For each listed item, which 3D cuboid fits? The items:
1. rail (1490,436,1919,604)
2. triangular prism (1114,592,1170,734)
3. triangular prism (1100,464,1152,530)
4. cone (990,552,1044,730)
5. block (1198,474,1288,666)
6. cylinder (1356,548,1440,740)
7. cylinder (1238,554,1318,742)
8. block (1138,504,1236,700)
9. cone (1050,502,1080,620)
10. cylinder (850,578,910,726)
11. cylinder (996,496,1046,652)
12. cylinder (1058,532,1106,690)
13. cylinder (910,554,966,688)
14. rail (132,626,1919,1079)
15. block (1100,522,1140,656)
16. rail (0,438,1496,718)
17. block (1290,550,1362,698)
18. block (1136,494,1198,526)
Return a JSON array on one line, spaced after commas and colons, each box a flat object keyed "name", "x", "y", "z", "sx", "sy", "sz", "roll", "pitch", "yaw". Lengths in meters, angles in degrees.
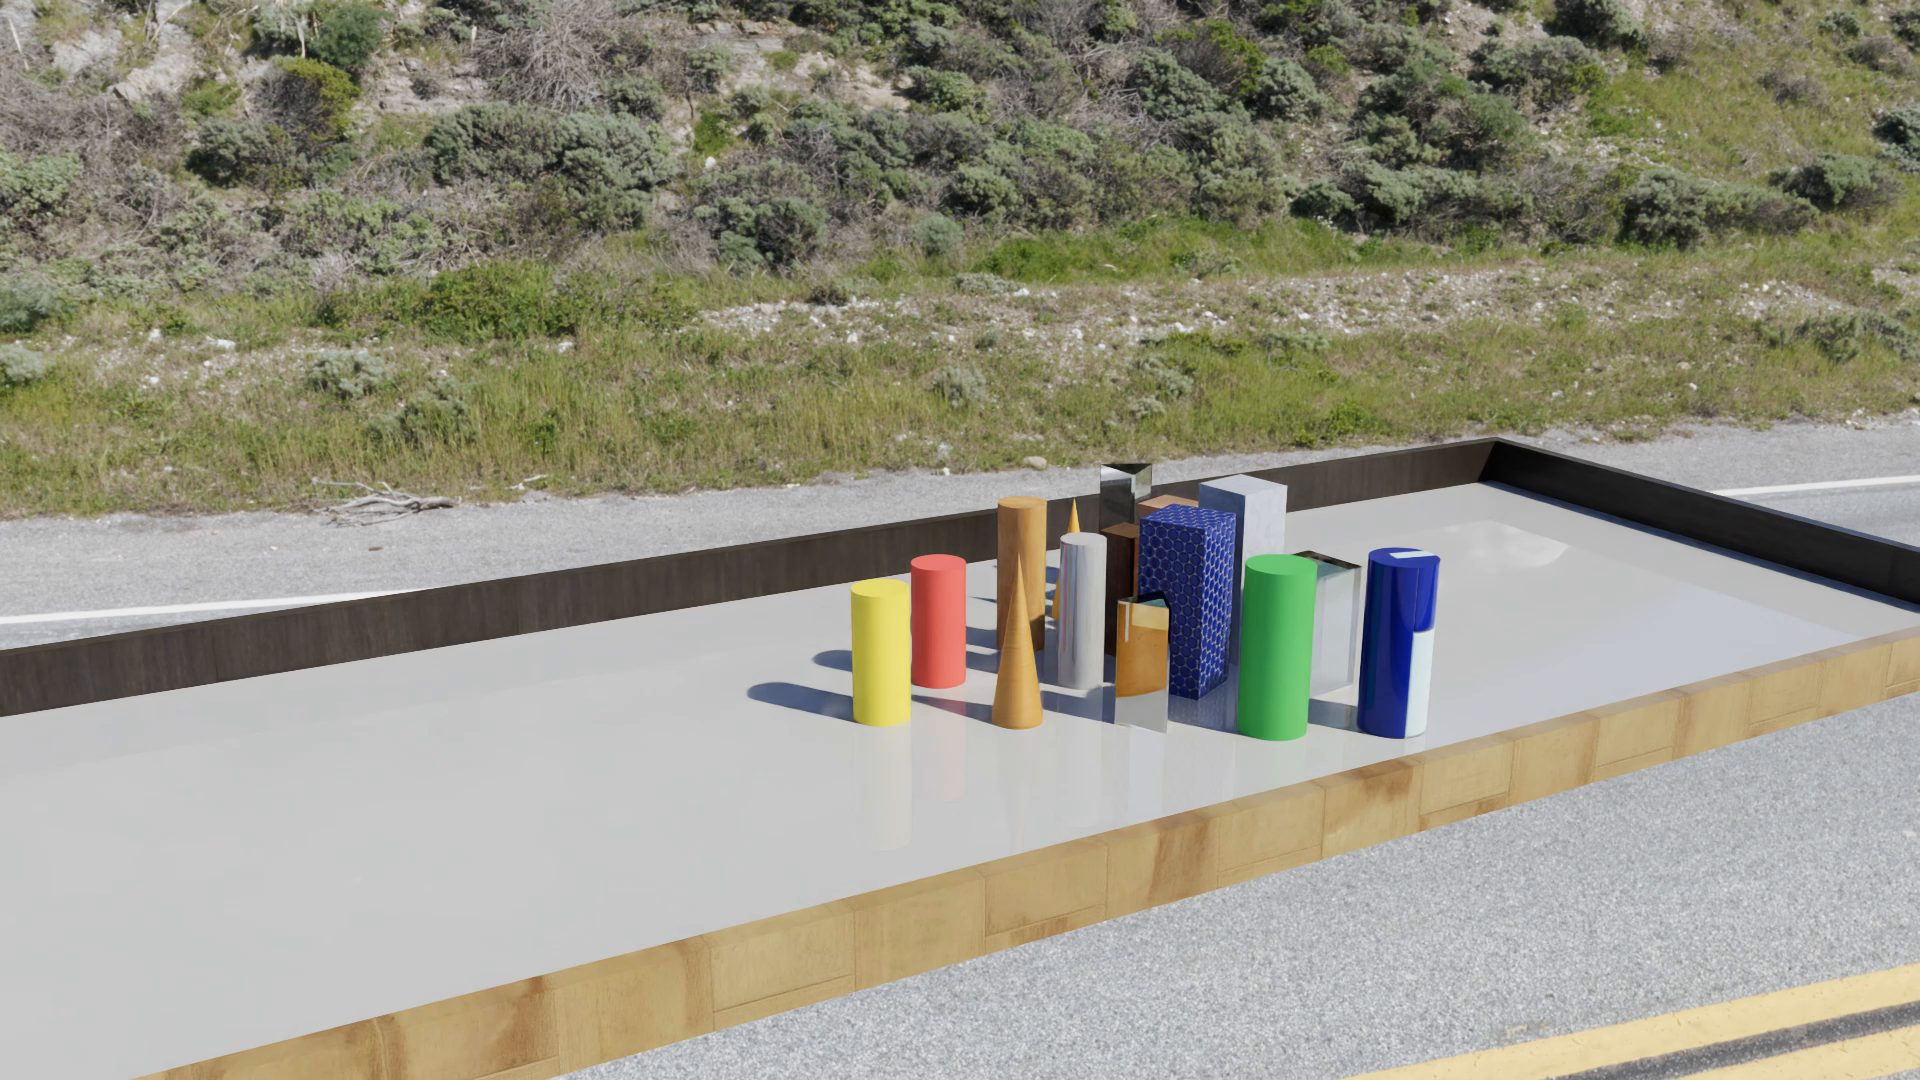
[{"name": "rail", "x": 2.466, "y": -0.048, "z": 5.253, "sx": 0.050, "sy": 0.150, "sz": 2.100, "roll": -9, "pitch": 18, "yaw": -27}, {"name": "triangular prism", "x": 0.447, "y": 0.280, "z": 3.858, "sx": 0.129, "sy": 0.306, "sz": 0.112, "roll": 9, "pitch": 18, "yaw": 27}, {"name": "triangular prism", "x": 0.506, "y": -0.039, "z": 4.838, "sx": 0.130, "sy": 0.365, "sz": 0.150, "roll": -11, "pitch": 20, "yaw": -32}, {"name": "cone", "x": 0.136, "y": 0.226, "z": 3.850, "sx": 0.126, "sy": 0.414, "sz": 0.126, "roll": 0, "pitch": 16, "yaw": 0}, {"name": "block", "x": 0.726, "y": 0.075, "z": 4.293, "sx": 0.158, "sy": 0.454, "sz": 0.158, "roll": -13, "pitch": 21, "yaw": -37}, {"name": "cylinder", "x": 1.012, "y": 0.238, "z": 3.814, "sx": 0.160, "sy": 0.413, "sz": 0.160, "roll": 0, "pitch": 16, "yaw": 0}, {"name": "cylinder", "x": 0.730, "y": 0.247, "z": 3.804, "sx": 0.162, "sy": 0.400, "sz": 0.162, "roll": 0, "pitch": 16, "yaw": 0}, {"name": "block", "x": 0.556, "y": 0.150, "z": 4.077, "sx": 0.173, "sy": 0.433, "sz": 0.173, "roll": 11, "pitch": 20, "yaw": 33}, {"name": "cone", "x": 0.315, "y": 0.045, "z": 4.593, "sx": 0.119, "sy": 0.342, "sz": 0.119, "roll": 0, "pitch": 16, "yaw": 0}, {"name": "cylinder", "x": -0.186, "y": 0.265, "z": 3.886, "sx": 0.138, "sy": 0.321, "sz": 0.138, "roll": 0, "pitch": 16, "yaw": 0}, {"name": "cylinder", "x": 0.162, "y": 0.091, "z": 4.346, "sx": 0.128, "sy": 0.395, "sz": 0.128, "roll": 0, "pitch": 16, "yaw": 0}, {"name": "cylinder", "x": 0.303, "y": 0.176, "z": 4.091, "sx": 0.114, "sy": 0.374, "sz": 0.114, "roll": 0, "pitch": 16, "yaw": 0}, {"name": "cylinder", "x": -0.053, "y": 0.203, "z": 4.118, "sx": 0.137, "sy": 0.308, "sz": 0.137, "roll": 0, "pitch": 16, "yaw": 0}, {"name": "rail", "x": -2.336, "y": 1.006, "z": 1.665, "sx": 12.000, "sy": 0.150, "sz": 0.050, "roll": -9, "pitch": 18, "yaw": -27}, {"name": "block", "x": 0.435, "y": 0.133, "z": 4.314, "sx": 0.105, "sy": 0.331, "sz": 0.105, "roll": 15, "pitch": 22, "yaw": 42}, {"name": "rail", "x": -3.305, "y": 0.497, "z": 3.399, "sx": 12.000, "sy": 0.150, "sz": 0.050, "roll": -9, "pitch": 18, "yaw": -27}, {"name": "block", "x": 0.864, "y": 0.208, "z": 4.100, "sx": 0.171, "sy": 0.309, "sz": 0.171, "roll": -12, "pitch": 20, "yaw": -35}, {"name": "block", "x": 0.586, "y": 0.051, "z": 4.612, "sx": 0.134, "sy": 0.320, "sz": 0.134, "roll": 15, "pitch": 22, "yaw": 41}]
